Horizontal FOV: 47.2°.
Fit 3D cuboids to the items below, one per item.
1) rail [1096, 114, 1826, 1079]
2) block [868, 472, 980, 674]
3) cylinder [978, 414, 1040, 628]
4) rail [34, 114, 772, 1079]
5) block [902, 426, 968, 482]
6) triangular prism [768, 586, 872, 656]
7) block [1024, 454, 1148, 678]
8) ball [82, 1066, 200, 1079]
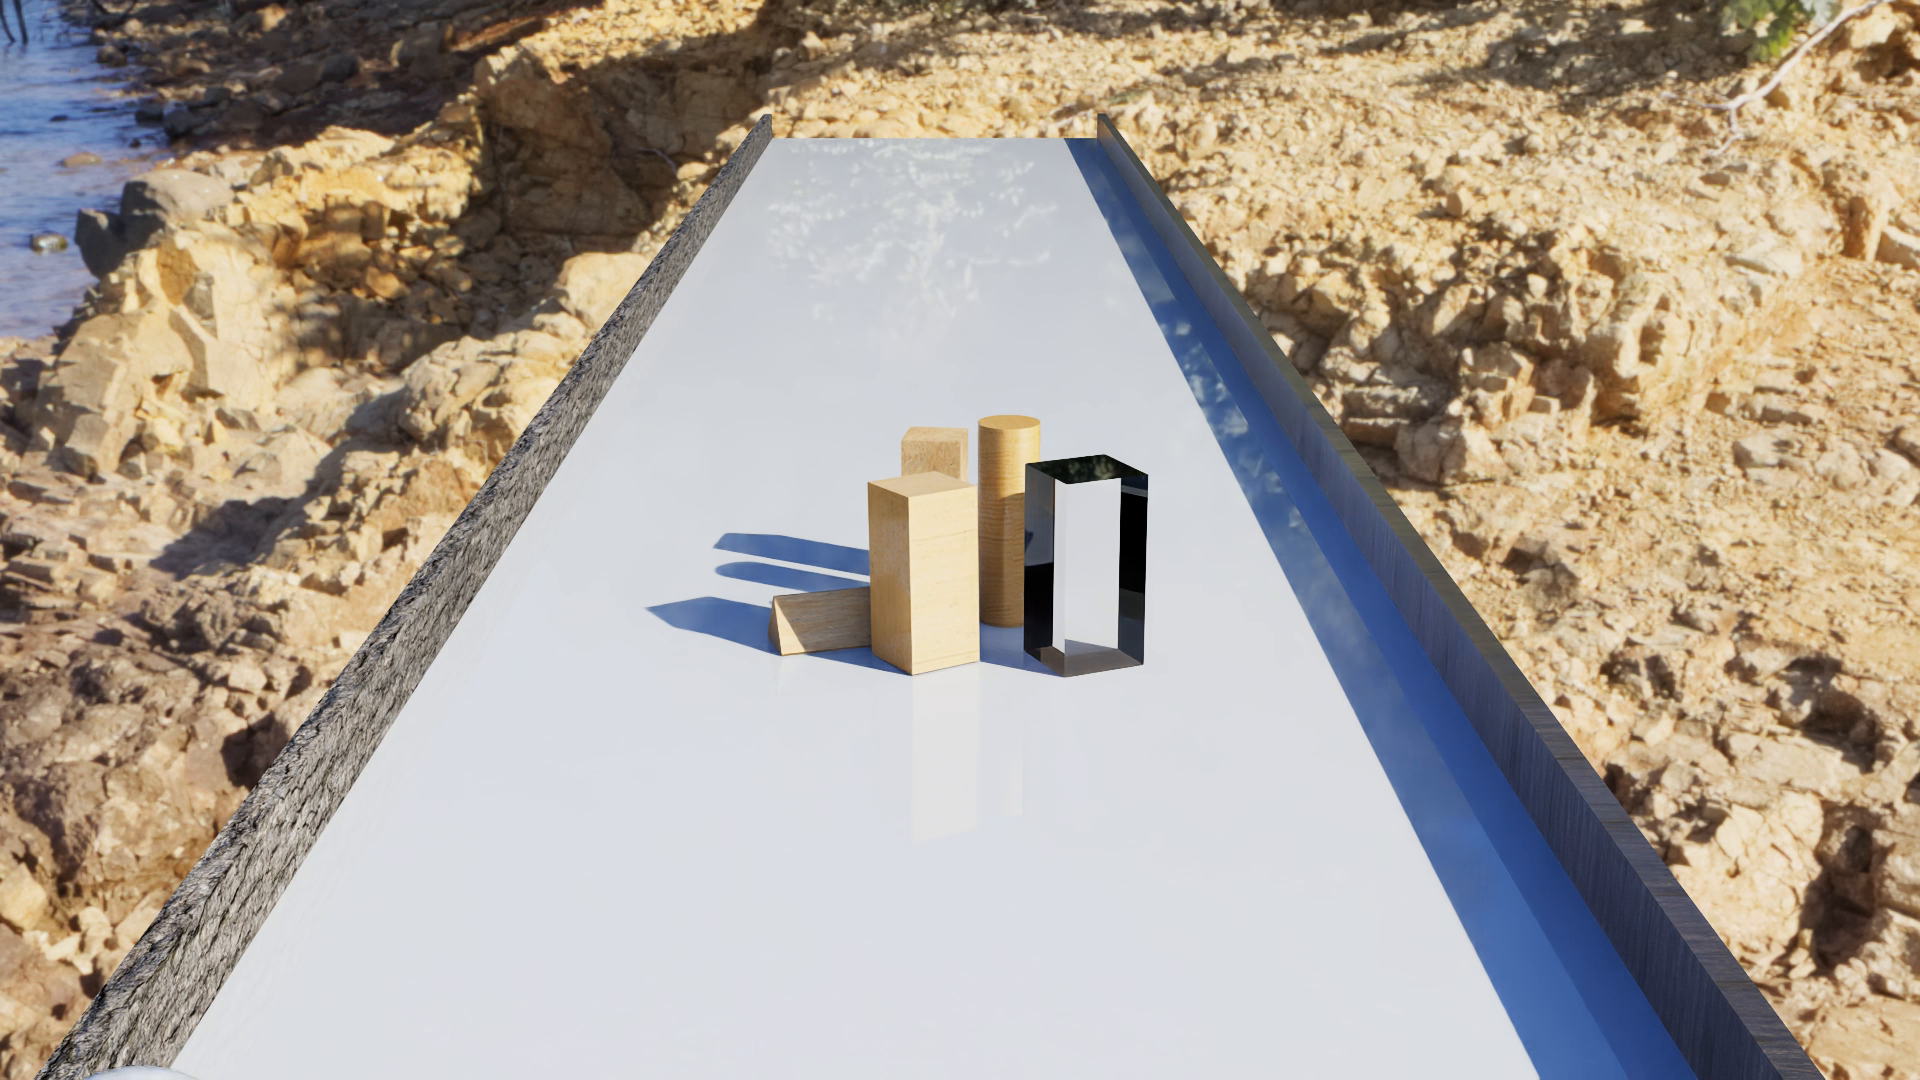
[{"bbox_3d":[0.932,-0.844,7.801,0.050,0.150,12.000,0,17,-1],"label":"rail"},{"bbox_3d":[-0.072,0.063,4.378,0.157,0.359,0.157,-10,18,-31],"label":"block"},{"bbox_3d":[0.102,-0.039,4.608,0.130,0.428,0.130,0,17,0],"label":"cylinder"},{"bbox_3d":[-1.118,-0.838,7.780,0.050,0.150,12.000,0,17,-1],"label":"rail"},{"bbox_3d":[-0.055,-0.078,4.917,0.131,0.326,0.131,2,17,7],"label":"block"},{"bbox_3d":[-0.212,0.149,4.527,0.349,0.107,0.124,-5,18,-17],"label":"triangular prism"},{"bbox_3d":[0.248,0.049,4.374,0.179,0.393,0.179,-8,18,-24],"label":"block"},{"bbox_3d":[-0.888,0.708,2.354,0.281,0.281,0.281,0,17,0],"label":"ball"}]
